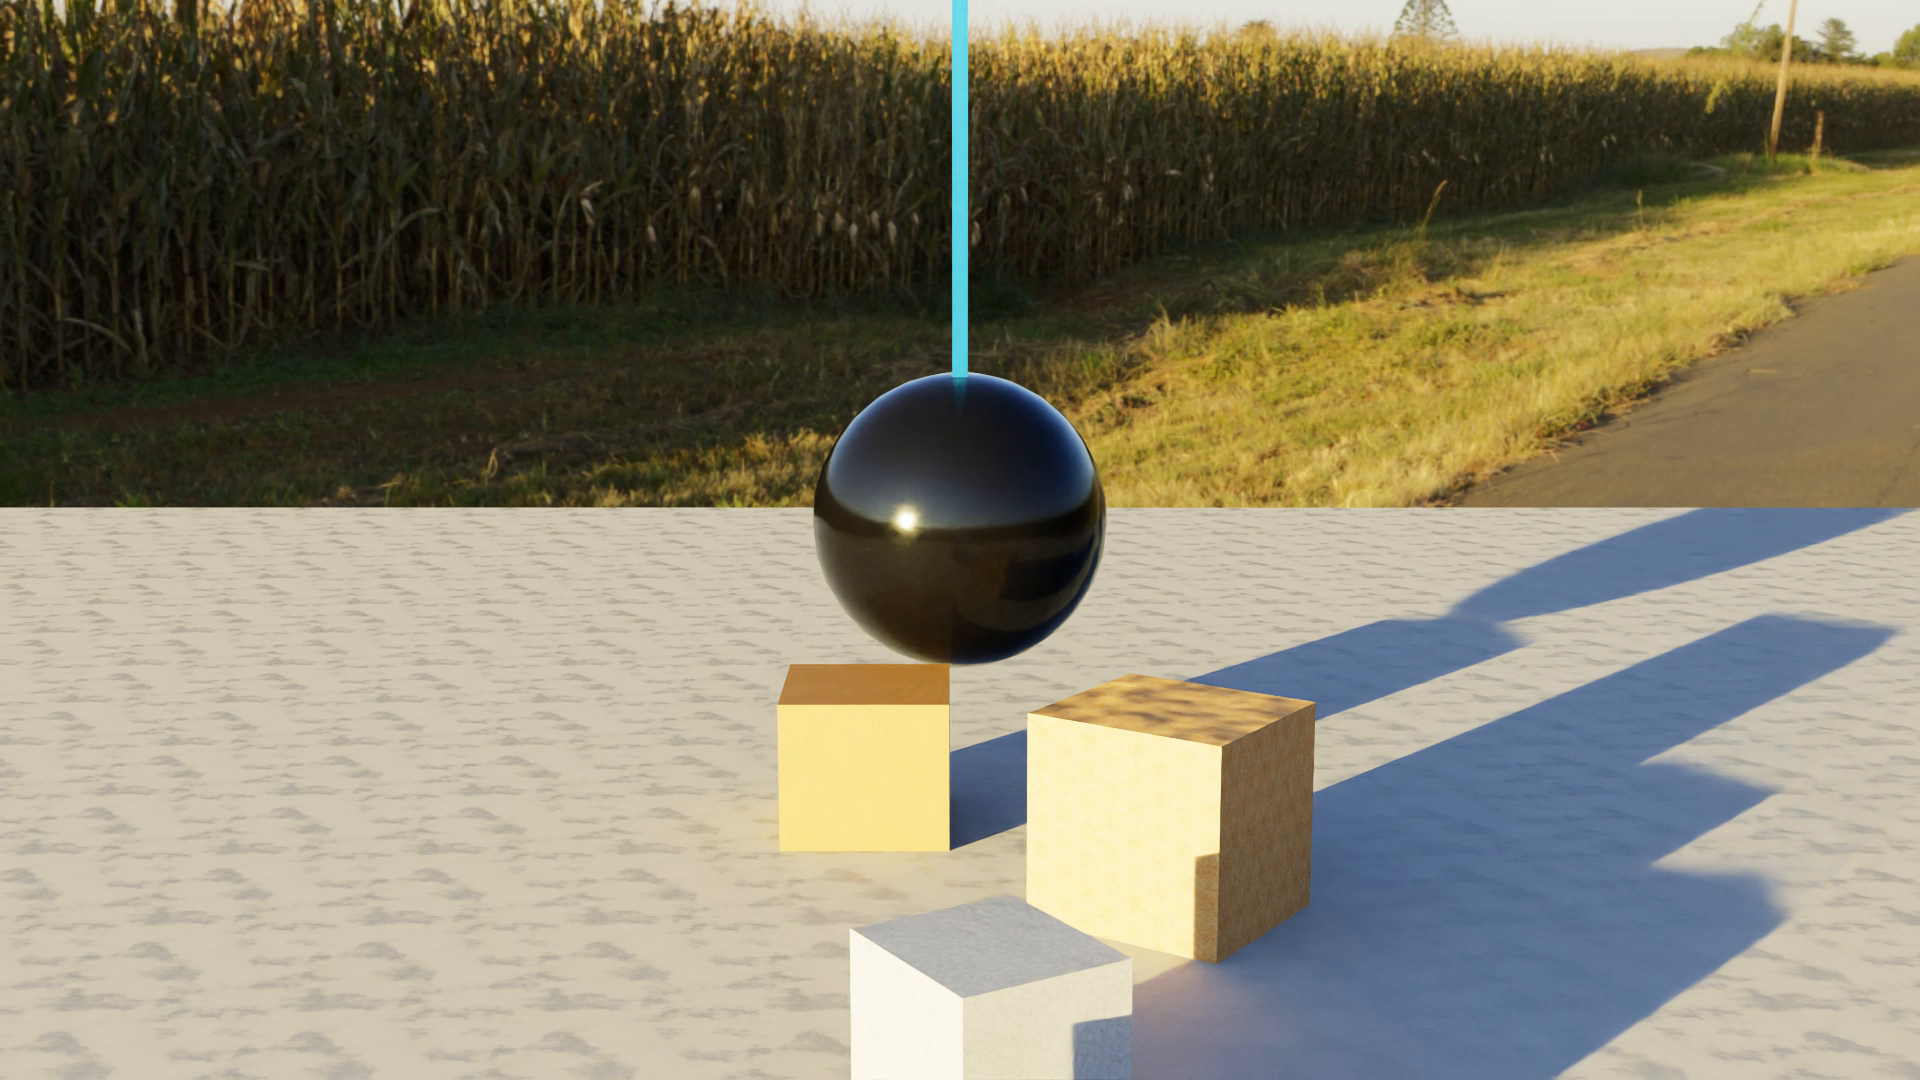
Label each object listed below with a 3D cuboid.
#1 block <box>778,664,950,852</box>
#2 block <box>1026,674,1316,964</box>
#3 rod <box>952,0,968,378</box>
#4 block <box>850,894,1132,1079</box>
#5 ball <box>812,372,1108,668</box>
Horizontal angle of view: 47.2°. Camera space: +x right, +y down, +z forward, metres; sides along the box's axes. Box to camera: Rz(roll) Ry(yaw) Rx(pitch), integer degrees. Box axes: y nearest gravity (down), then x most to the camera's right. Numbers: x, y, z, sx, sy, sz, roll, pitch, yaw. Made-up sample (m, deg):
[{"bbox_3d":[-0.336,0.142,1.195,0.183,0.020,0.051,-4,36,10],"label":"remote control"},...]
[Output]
[{"bbox_3d":[-0.479,1.109,11.362,0.848,0.753,0.862,0,10,0],"label":"block"},{"bbox_3d":[0.966,1.237,10.046,0.976,0.972,0.915,7,12,34],"label":"block"},{"bbox_3d":[0.000,-3.352,10.902,0.080,5.200,0.080,0,18,0],"label":"rod"},{"bbox_3d":[0.101,1.773,7.797,0.690,0.722,0.770,-6,12,-31],"label":"block"},{"bbox_3d":[0.000,-0.110,11.925,1.600,1.600,1.600,0,10,0],"label":"ball"}]
